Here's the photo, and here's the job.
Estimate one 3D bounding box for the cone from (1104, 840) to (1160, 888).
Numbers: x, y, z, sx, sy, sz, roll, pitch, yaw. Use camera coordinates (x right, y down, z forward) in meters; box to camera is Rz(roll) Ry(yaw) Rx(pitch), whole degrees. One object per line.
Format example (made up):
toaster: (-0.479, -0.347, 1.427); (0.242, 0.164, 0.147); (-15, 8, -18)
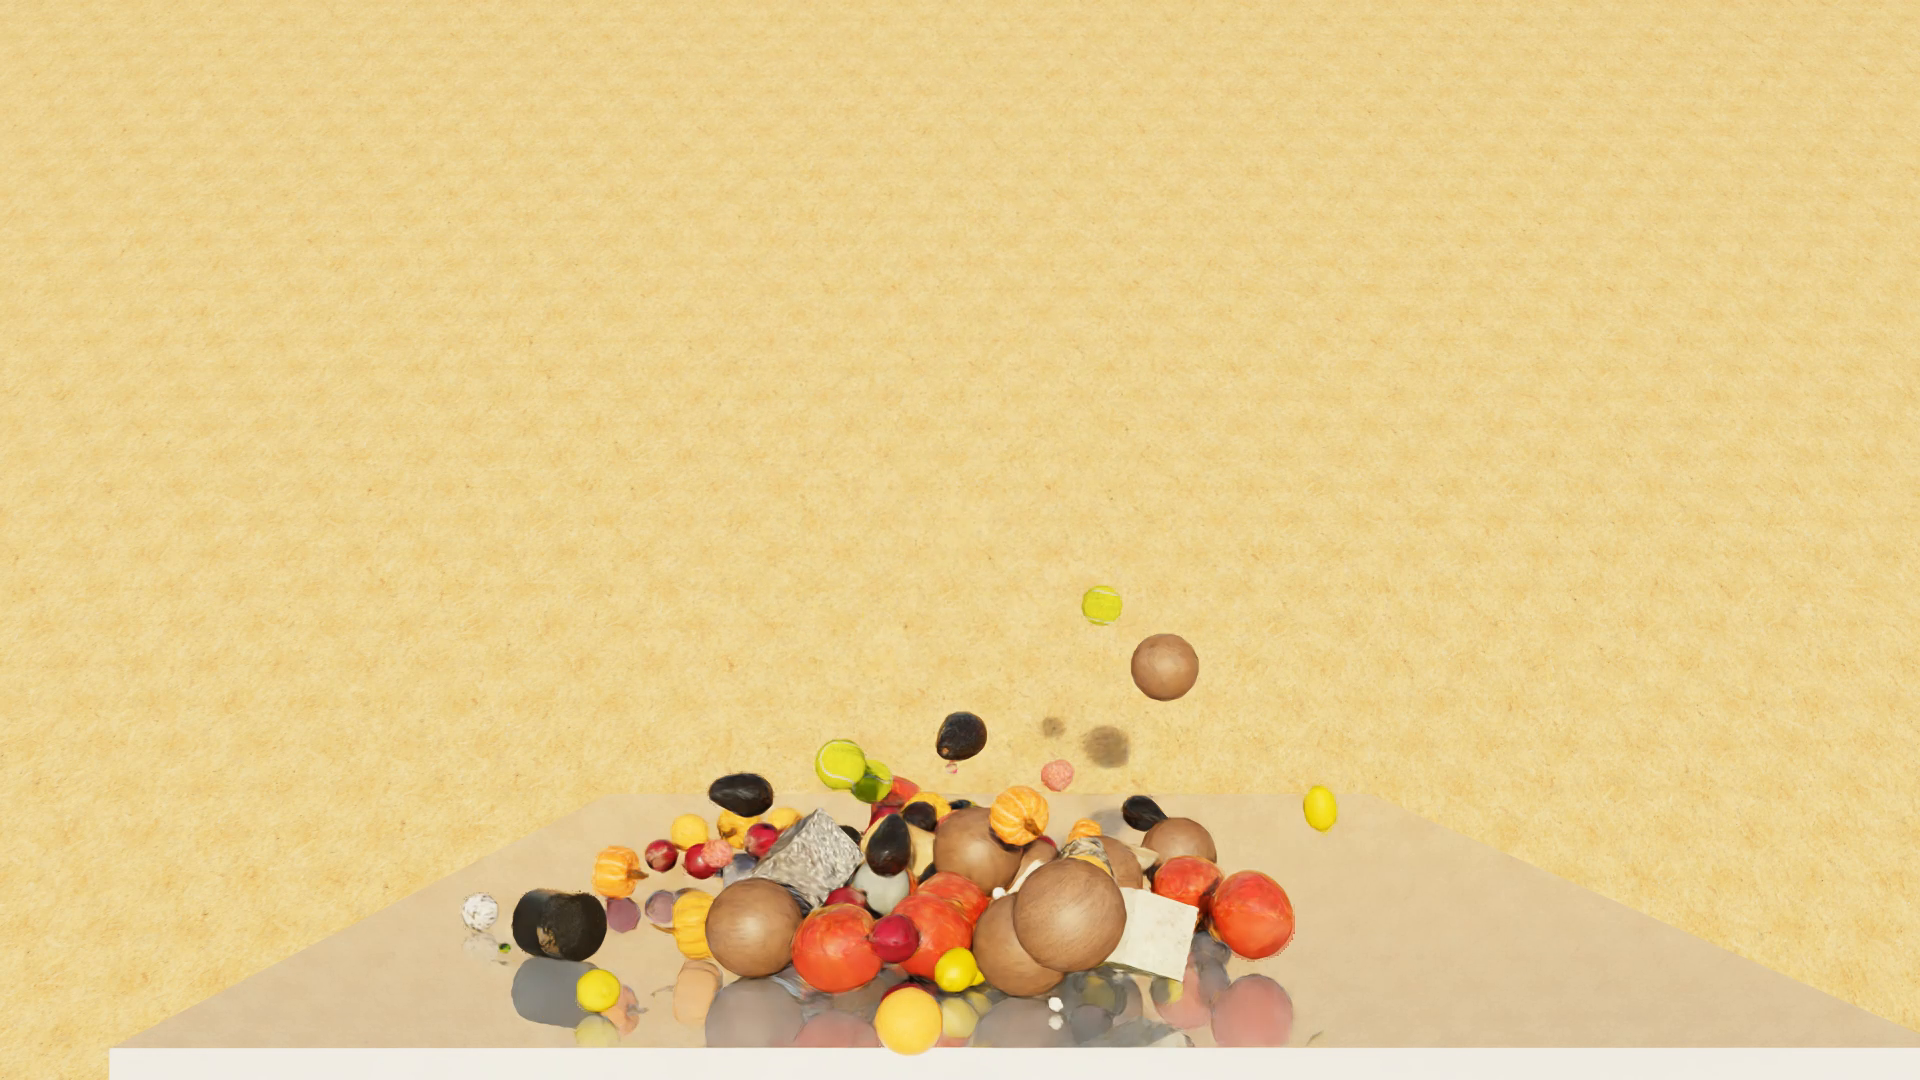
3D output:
cone: (0.264, 0.541, 4.166); (0.095, 0.095, 0.095); (13, 3, -1)

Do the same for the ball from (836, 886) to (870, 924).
ball: (-0.161, 0.556, 3.958); (0.056, 0.056, 0.056); (0, 35, 0)

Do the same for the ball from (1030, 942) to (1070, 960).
ball: (0.123, 0.545, 3.548); (0.056, 0.056, 0.056); (0, 35, 0)

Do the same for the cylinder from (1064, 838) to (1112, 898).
cylinder: (0.170, 0.436, 3.448); (0.059, 0.059, 0.059); (-3, 56, -5)

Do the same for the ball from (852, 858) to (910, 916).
ball: (-0.110, 0.482, 3.607); (0.080, 0.080, 0.080); (0, 35, 0)

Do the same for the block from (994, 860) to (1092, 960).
block: (0.115, 0.496, 3.487); (0.088, 0.088, 0.088); (40, 88, 21)

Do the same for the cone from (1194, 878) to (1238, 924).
cone: (0.369, 0.560, 3.922); (0.076, 0.076, 0.076); (-23, 34, 10)

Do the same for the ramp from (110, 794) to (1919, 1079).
ramp: (0.076, 0.659, 4.816); (2.000, 0.100, 4.000); (0, -2, 0)

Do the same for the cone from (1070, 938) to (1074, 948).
cone: (0.144, 0.530, 3.607); (0.079, 0.079, 0.079); (-12, 65, -16)

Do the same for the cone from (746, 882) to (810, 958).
cone: (-0.266, 0.505, 3.521); (0.092, 0.092, 0.092); (-28, 87, -35)

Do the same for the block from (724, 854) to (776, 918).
block: (-0.319, 0.544, 4.094); (0.089, 0.089, 0.089); (1, -2, -18)

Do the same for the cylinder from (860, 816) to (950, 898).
cylinder: (-0.084, 0.481, 3.943); (0.098, 0.098, 0.098); (27, 18, -36)

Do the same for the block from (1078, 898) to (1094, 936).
block: (0.179, 0.546, 3.812); (0.064, 0.064, 0.064); (-1, -6, 22)

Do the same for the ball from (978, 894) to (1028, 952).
ball: (0.065, 0.536, 3.630); (0.079, 0.079, 0.079); (0, 35, 0)

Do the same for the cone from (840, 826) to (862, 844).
cone: (-0.227, 0.602, 5.067); (0.065, 0.065, 0.065); (4, 26, 6)

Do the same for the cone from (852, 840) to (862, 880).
cone: (-0.168, 0.582, 4.546); (0.087, 0.087, 0.087); (14, 31, 20)

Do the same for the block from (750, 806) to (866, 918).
block: (-0.213, 0.455, 3.649); (0.096, 0.096, 0.096); (48, 42, -6)

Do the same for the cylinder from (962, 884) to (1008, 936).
cylinder: (0.042, 0.541, 3.797); (0.057, 0.057, 0.057); (-29, 44, -32)

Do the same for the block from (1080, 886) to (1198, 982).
block: (0.218, 0.478, 3.157); (0.091, 0.091, 0.091); (21, -14, -28)

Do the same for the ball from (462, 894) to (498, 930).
ball: (-0.715, 0.554, 3.870); (0.055, 0.055, 0.055); (0, 35, 0)
